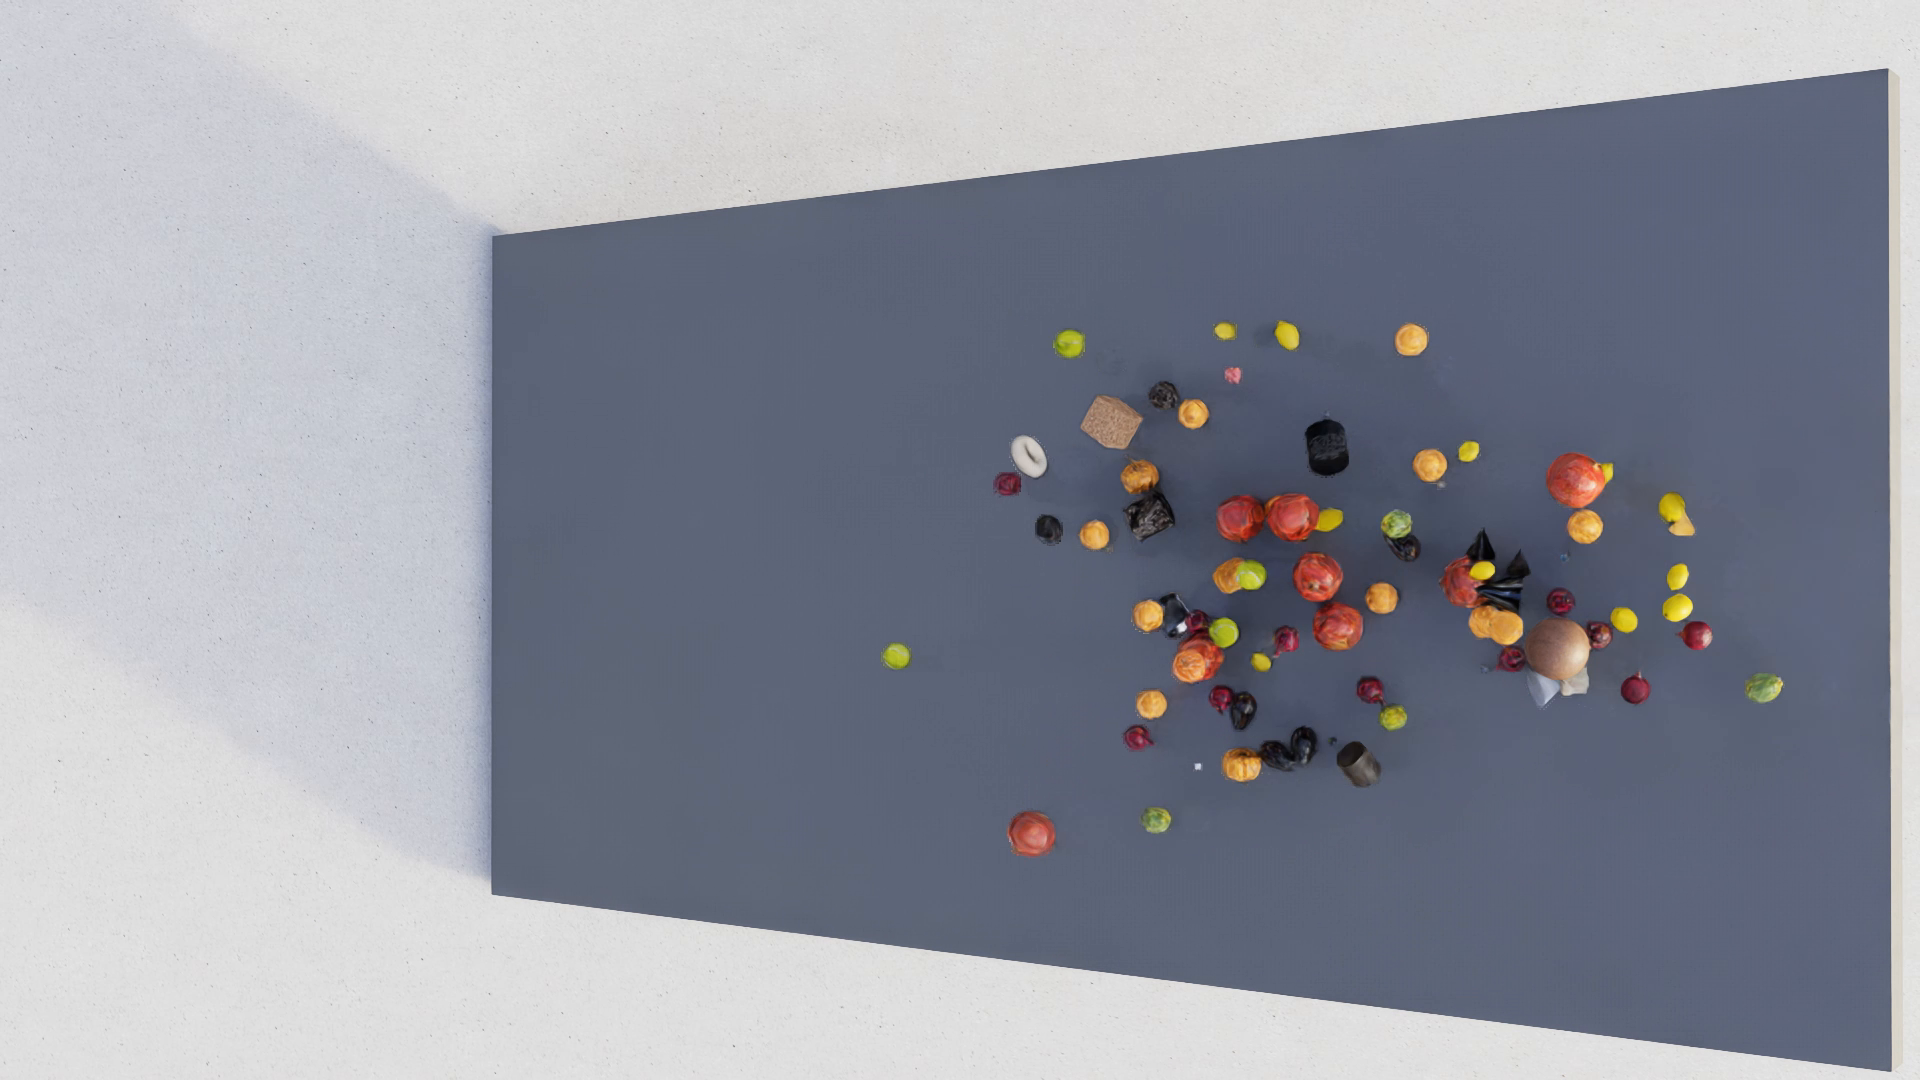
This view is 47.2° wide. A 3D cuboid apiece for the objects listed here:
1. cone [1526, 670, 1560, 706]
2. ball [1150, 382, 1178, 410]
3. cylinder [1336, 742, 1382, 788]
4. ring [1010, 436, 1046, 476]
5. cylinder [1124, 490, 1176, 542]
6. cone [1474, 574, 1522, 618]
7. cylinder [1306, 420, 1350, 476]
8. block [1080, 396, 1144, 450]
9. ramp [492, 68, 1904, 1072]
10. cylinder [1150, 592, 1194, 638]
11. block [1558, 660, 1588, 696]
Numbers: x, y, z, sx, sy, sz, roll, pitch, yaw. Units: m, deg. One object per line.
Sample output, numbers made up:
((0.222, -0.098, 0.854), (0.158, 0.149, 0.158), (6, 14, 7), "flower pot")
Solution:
((1.277, 0.306, 4.732), (0.084, 0.084, 0.084), (-19, 90, -5), "cone")
((0.491, -0.347, 5.295), (0.070, 0.070, 0.070), (0, 90, 0), "ball")
((0.902, 0.508, 4.973), (0.075, 0.075, 0.075), (-41, 115, 0), "cylinder")
((0.170, -0.206, 5.405), (0.038, 0.113, 0.113), (-32, 90, 32), "ring")
((0.456, -0.058, 5.284), (0.092, 0.092, 0.092), (-27, 90, 16), "cylinder")
((1.158, 0.113, 4.762), (0.096, 0.096, 0.096), (9, 90, 5), "cone")
((0.838, -0.211, 5.017), (0.090, 0.090, 0.090), (-4, 52, 0), "cylinder")
((0.370, -0.287, 5.366), (0.092, 0.092, 0.092), (39, 111, 29), "block")
((0.244, 0.068, 5.569), (4.000, 0.100, 2.000), (0, 89, 35), "ramp")
((0.509, 0.180, 5.275), (0.077, 0.077, 0.077), (-35, 68, 0), "cylinder")
((1.306, 0.293, 4.684), (0.052, 0.052, 0.052), (-7, 55, 5), "block")
